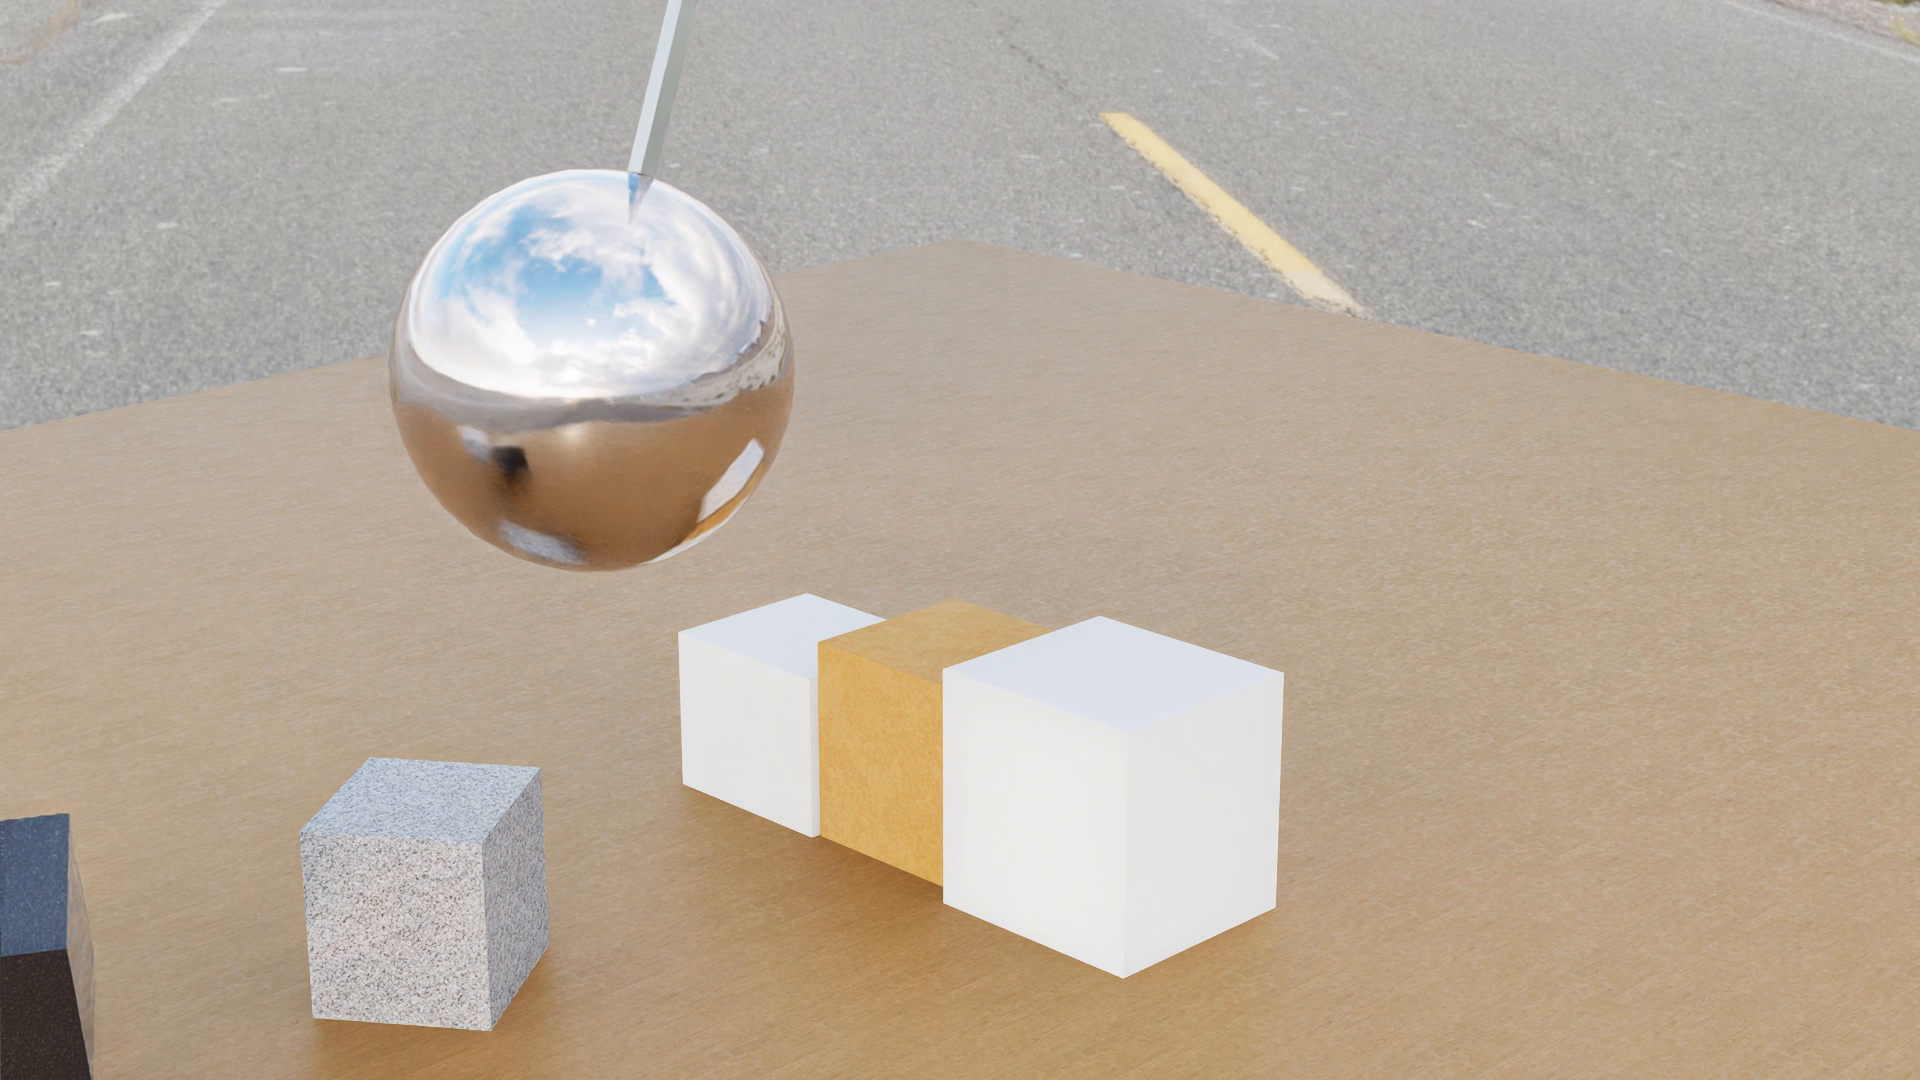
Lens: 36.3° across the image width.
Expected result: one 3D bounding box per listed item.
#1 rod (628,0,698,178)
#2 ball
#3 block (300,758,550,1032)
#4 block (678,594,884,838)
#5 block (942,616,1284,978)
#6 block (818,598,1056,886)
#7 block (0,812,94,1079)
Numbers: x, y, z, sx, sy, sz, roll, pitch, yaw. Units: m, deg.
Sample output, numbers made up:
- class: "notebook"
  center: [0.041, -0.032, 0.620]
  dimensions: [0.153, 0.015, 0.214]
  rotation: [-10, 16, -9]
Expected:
- class: "rod"
  center: [-0.629, -3.964, 11.437]
  dimensions: [0.080, 5.200, 0.080]
  rotation: [17, 4, 42]
- class: "ball"
  center: [-1.450, -0.669, 11.611]
  dimensions: [1.600, 1.600, 1.600]
  rotation: [0, 17, 0]
- class: "block"
  center: [-2.225, 1.469, 12.286]
  dimensions: [0.761, 0.830, 0.822]
  rotation: [3, 18, 9]
- class: "block"
  center: [-0.737, 0.838, 14.352]
  dimensions: [0.844, 0.795, 0.950]
  rotation: [-17, 24, -42]
- class: "block"
  center: [0.669, 1.104, 12.971]
  dimensions: [1.017, 1.115, 1.085]
  rotation: [-17, 24, -42]
- class: "block"
  center: [-0.009, 0.942, 13.726]
  dimensions: [0.900, 0.972, 0.944]
  rotation: [-17, 24, -42]
- class: "block"
  center: [-3.293, 1.435, 9.916]
  dimensions: [0.622, 0.665, 0.691]
  rotation: [-6, 36, -12]
